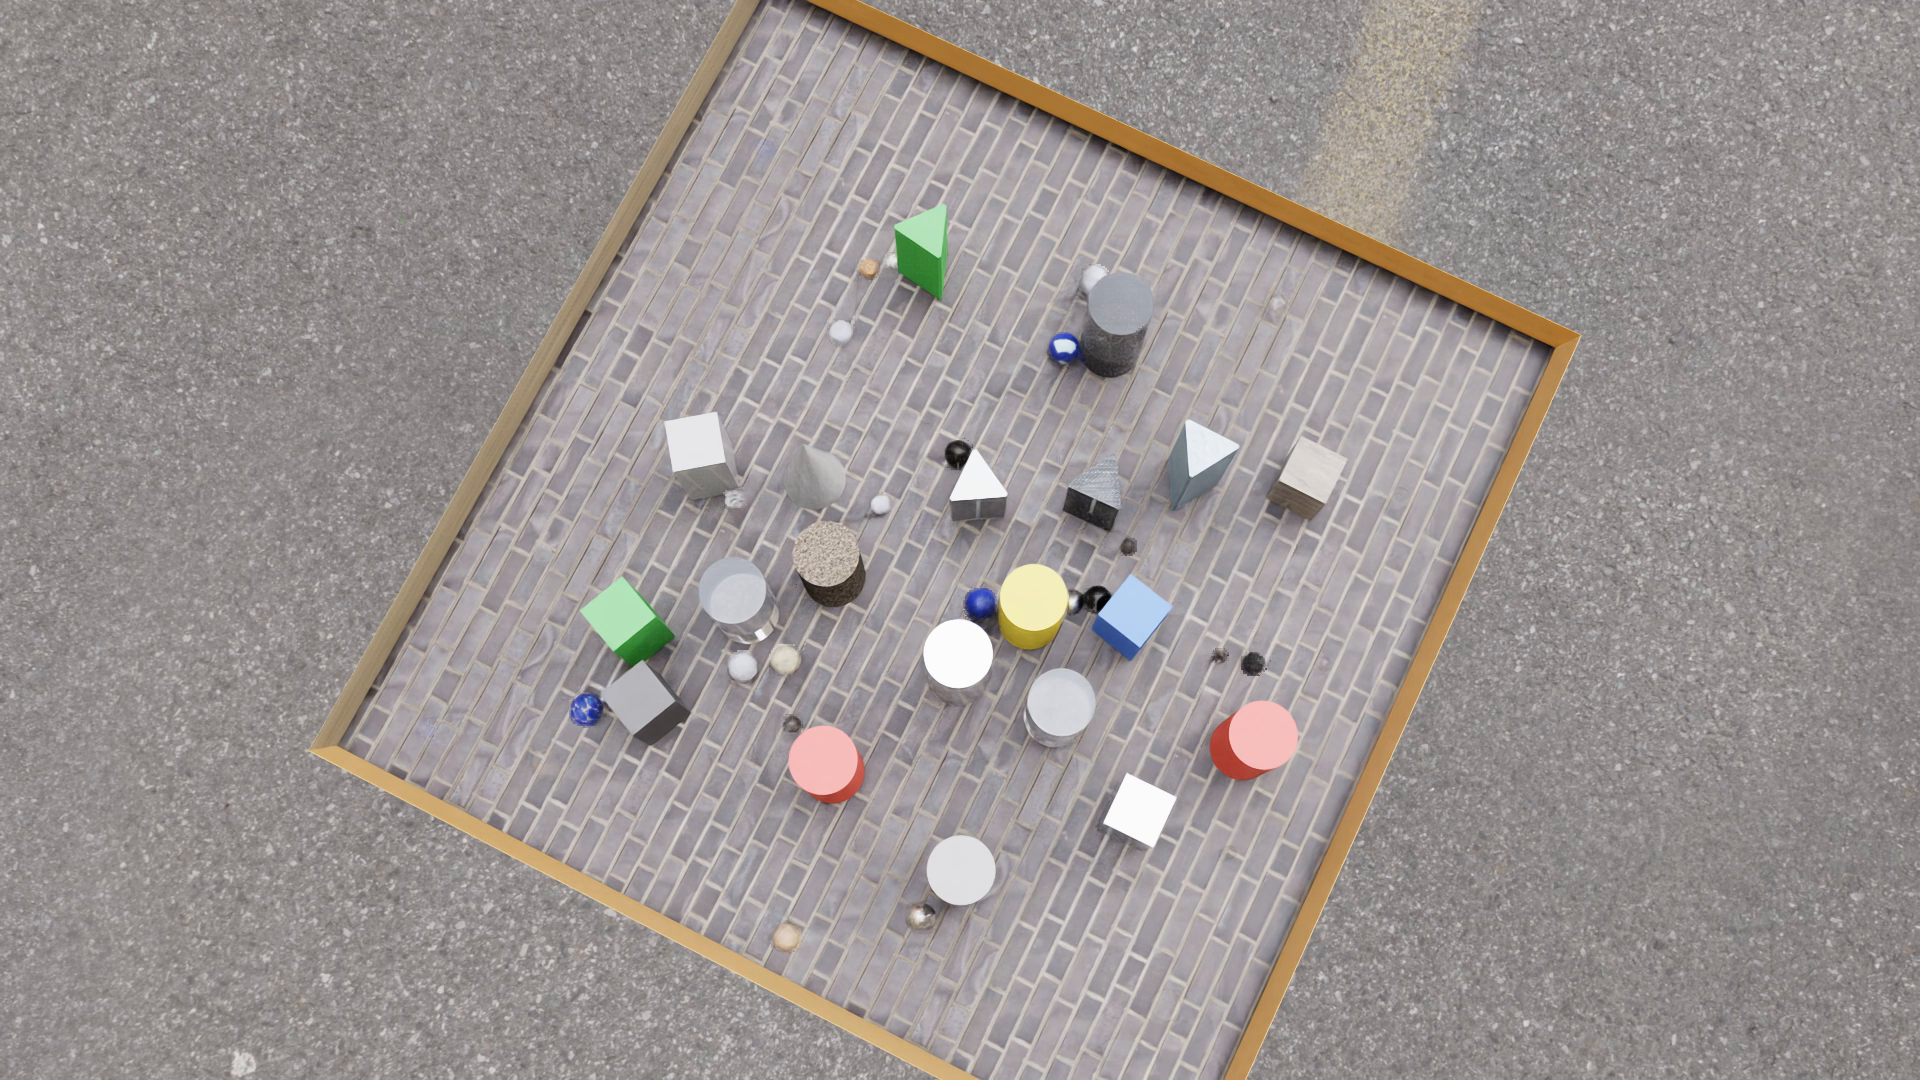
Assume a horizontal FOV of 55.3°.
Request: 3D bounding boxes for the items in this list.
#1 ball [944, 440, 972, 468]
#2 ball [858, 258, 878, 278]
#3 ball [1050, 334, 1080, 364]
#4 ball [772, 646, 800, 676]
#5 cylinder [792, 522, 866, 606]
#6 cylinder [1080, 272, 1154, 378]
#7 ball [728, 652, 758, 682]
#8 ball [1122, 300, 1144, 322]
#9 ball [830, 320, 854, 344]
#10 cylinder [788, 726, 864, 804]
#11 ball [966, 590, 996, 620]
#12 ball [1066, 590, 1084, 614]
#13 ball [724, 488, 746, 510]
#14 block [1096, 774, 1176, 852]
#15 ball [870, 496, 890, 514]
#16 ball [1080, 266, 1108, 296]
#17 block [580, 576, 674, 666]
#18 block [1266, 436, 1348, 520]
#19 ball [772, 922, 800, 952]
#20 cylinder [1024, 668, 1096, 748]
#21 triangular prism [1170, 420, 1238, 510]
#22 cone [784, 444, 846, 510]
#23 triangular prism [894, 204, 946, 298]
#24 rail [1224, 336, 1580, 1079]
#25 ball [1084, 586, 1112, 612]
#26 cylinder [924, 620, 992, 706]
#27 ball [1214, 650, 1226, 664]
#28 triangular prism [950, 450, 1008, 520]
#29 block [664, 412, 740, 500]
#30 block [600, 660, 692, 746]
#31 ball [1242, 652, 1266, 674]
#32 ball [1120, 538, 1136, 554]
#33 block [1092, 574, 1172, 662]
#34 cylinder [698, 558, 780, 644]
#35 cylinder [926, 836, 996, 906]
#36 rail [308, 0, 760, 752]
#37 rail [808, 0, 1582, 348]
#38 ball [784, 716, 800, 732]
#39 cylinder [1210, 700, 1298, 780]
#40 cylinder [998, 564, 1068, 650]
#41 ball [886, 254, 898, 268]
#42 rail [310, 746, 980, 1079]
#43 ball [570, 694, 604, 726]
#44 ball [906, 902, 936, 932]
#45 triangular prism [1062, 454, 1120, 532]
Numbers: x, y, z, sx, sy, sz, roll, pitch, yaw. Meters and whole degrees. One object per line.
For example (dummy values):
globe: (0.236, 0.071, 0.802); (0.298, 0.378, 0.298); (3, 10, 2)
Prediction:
ball: (-0.004, -0.263, 5.627); (0.087, 0.087, 0.087); (0, 78, 0)
ball: (-0.288, -0.854, 5.763); (0.060, 0.060, 0.060); (0, 78, 0)
ball: (0.325, -0.595, 5.690); (0.096, 0.096, 0.096); (0, 78, 0)
ball: (-0.522, 0.361, 5.497); (0.088, 0.088, 0.088); (0, 78, 0)
cylinder: (-0.384, 0.075, 5.423); (0.192, 0.350, 0.192); (0, 78, 0)
cylinder: (0.469, -0.644, 5.532); (0.192, 0.427, 0.192); (0, 78, 0)
ball: (-0.650, 0.381, 5.492); (0.089, 0.089, 0.089); (0, 78, 0)
ball: (0.542, -0.717, 5.732); (0.063, 0.063, 0.063); (0, 78, 0)
ball: (-0.370, -0.647, 5.713); (0.073, 0.073, 0.073); (0, 78, 0)
cylinder: (-0.381, 0.651, 5.285); (0.192, 0.386, 0.192); (0, 78, 0)
ball: (0.063, 0.196, 5.529); (0.092, 0.092, 0.092); (0, 78, 0)
ball: (0.339, 0.185, 5.541); (0.073, 0.073, 0.073); (0, 78, 0)
ball: (-0.688, -0.126, 5.597); (0.063, 0.063, 0.063); (0, 78, 0)
block: (0.504, 0.789, 5.288); (0.154, 0.324, 0.154); (26, 79, 5)
ball: (-0.244, -0.108, 5.609); (0.059, 0.059, 0.059); (0, 78, 0)
ball: (0.422, -0.808, 5.735); (0.096, 0.096, 0.096); (0, 78, 0)
block: (-0.970, 0.246, 5.377); (0.154, 0.369, 0.154); (-40, 81, -8)
block: (1.045, -0.184, 5.535); (0.154, 0.234, 0.154); (27, 80, 5)
ball: (-0.507, 1.157, 5.335); (0.082, 0.082, 0.082); (0, 78, 0)
cylinder: (0.287, 0.492, 5.338); (0.192, 0.346, 0.192); (0, 78, 0)
triangular prism: (0.687, -0.238, 5.440); (0.166, 0.443, 0.144); (-32, 80, -6)
cone: (-0.448, -0.231, 5.444); (0.192, 0.431, 0.192); (0, 78, 0)
triangular prism: (-0.086, -0.901, 5.613); (0.166, 0.371, 0.144); (35, 80, 7)
rail: (1.250, 0.619, 5.424); (0.045, 0.125, 2.843); (26, 80, 5)
ball: (0.417, 0.177, 5.538); (0.082, 0.082, 0.082); (0, 78, 0)
cylinder: (-0.005, 0.361, 5.317); (0.192, 0.440, 0.192); (0, 78, 0)
ball: (0.784, 0.351, 5.523); (0.040, 0.040, 0.040); (0, 78, 0)
triangular prism: (0.049, -0.165, 5.502); (0.166, 0.291, 0.144); (-5, 78, -1)
block: (-0.767, -0.247, 5.481); (0.154, 0.366, 0.154); (-11, 79, -2)
block: (-0.914, 0.479, 5.353); (0.154, 0.322, 0.154); (-39, 81, -7)
ball: (0.883, 0.370, 5.505); (0.068, 0.068, 0.068); (0, 78, 0)
ball: (0.511, 0.020, 5.588); (0.047, 0.047, 0.047); (0, 78, 0)
block: (0.506, 0.232, 5.424); (0.154, 0.283, 0.154); (38, 81, 7)
cylinder: (-0.645, 0.181, 5.382); (0.192, 0.385, 0.192); (0, 78, 0)
cylinder: (0.003, 0.952, 5.263); (0.192, 0.307, 0.192); (0, 78, 0)
rail: (-1.250, -0.605, 5.677); (0.045, 0.125, 2.843); (26, 80, 5)
rail: (0.625, -1.218, 5.804); (2.842, 0.125, 0.045); (26, 80, 5)
ball: (-0.501, 0.550, 5.477); (0.051, 0.051, 0.051); (0, 78, 0)
cylinder: (0.844, 0.583, 5.293); (0.192, 0.398, 0.192); (0, 78, 0)
cylinder: (0.210, 0.200, 5.386); (0.192, 0.371, 0.192); (0, 78, 0)
ball: (-0.211, -0.878, 5.776); (0.043, 0.043, 0.043); (0, 78, 0)
rail: (-0.625, 1.231, 5.297); (2.842, 0.125, 0.045); (26, 80, 5)
ball: (-1.112, 0.505, 5.463); (0.096, 0.096, 0.096); (0, 78, 0)
ball: (-0.113, 1.098, 5.345); (0.086, 0.086, 0.086); (0, 78, 0)
triangular prism: (0.420, -0.156, 5.488); (0.166, 0.315, 0.144); (25, 79, 5)
